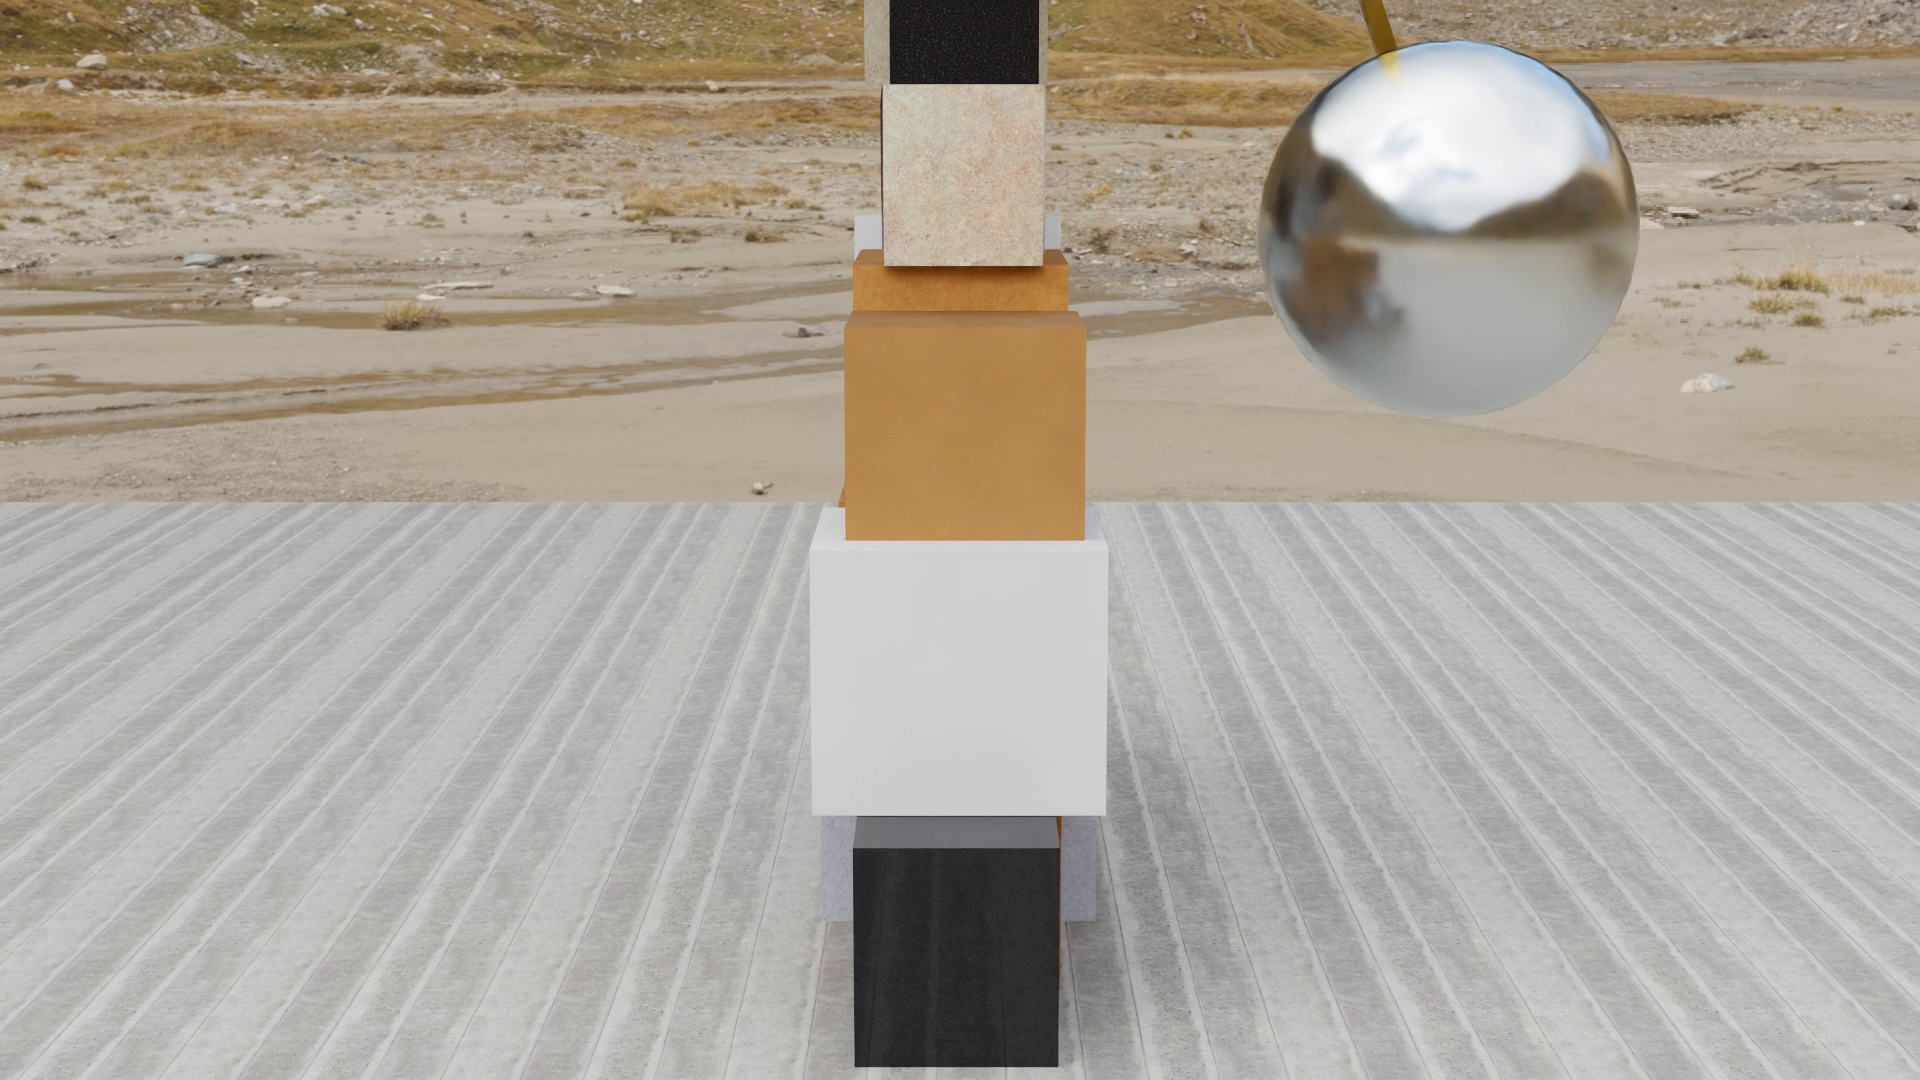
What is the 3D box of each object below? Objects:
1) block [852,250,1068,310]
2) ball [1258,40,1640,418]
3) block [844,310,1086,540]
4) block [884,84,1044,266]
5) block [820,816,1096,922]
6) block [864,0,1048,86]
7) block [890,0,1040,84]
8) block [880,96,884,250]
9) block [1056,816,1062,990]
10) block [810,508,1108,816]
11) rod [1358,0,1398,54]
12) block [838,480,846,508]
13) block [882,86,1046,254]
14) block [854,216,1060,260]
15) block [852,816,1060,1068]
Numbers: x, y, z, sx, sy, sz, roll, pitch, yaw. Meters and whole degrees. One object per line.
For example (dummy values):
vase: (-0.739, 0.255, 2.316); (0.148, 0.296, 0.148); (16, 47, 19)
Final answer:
block: (0.002, -0.693, 10.553); (0.844, 0.942, 0.886); (0, 10, 0)
ball: (2.074, -1.320, 10.940); (1.600, 1.600, 1.600); (0, 10, 0)
block: (0.019, -0.448, 9.761); (0.882, 0.782, 0.755); (0, 10, 0)
block: (0.013, -1.465, 10.234); (0.616, 0.692, 0.660); (0, 10, 0)
block: (-0.005, 1.044, 11.173); (1.151, 0.949, 0.997); (0, 10, 0)
block: (-0.016, -2.272, 11.036); (0.765, 0.615, 0.684); (0, 11, 0)
block: (0.017, -2.140, 10.424); (0.593, 0.567, 0.541); (0, 10, 0)
block: (-0.004, -1.742, 11.582); (0.684, 0.657, 0.709); (0, 26, 0)
block: (-0.002, 1.323, 10.300); (0.782, 0.711, 0.802); (0, 10, 0)
block: (-0.004, 0.442, 9.814); (1.080, 0.990, 0.961); (0, 10, 0)
rod: (0.899, -4.459, 10.370); (0.080, 5.200, 0.080); (-20, 10, 4)
block: (-0.019, 0.194, 10.748); (0.927, 0.874, 0.953); (0, 10, 0)
block: (0.018, -1.578, 10.866); (0.669, 0.688, 0.610); (0, 10, 0)
block: (-0.010, -1.110, 12.308); (0.950, 0.848, 0.888); (0, 5, 0)
block: (-0.013, 1.416, 9.499); (0.730, 0.815, 0.787); (0, 10, 0)
